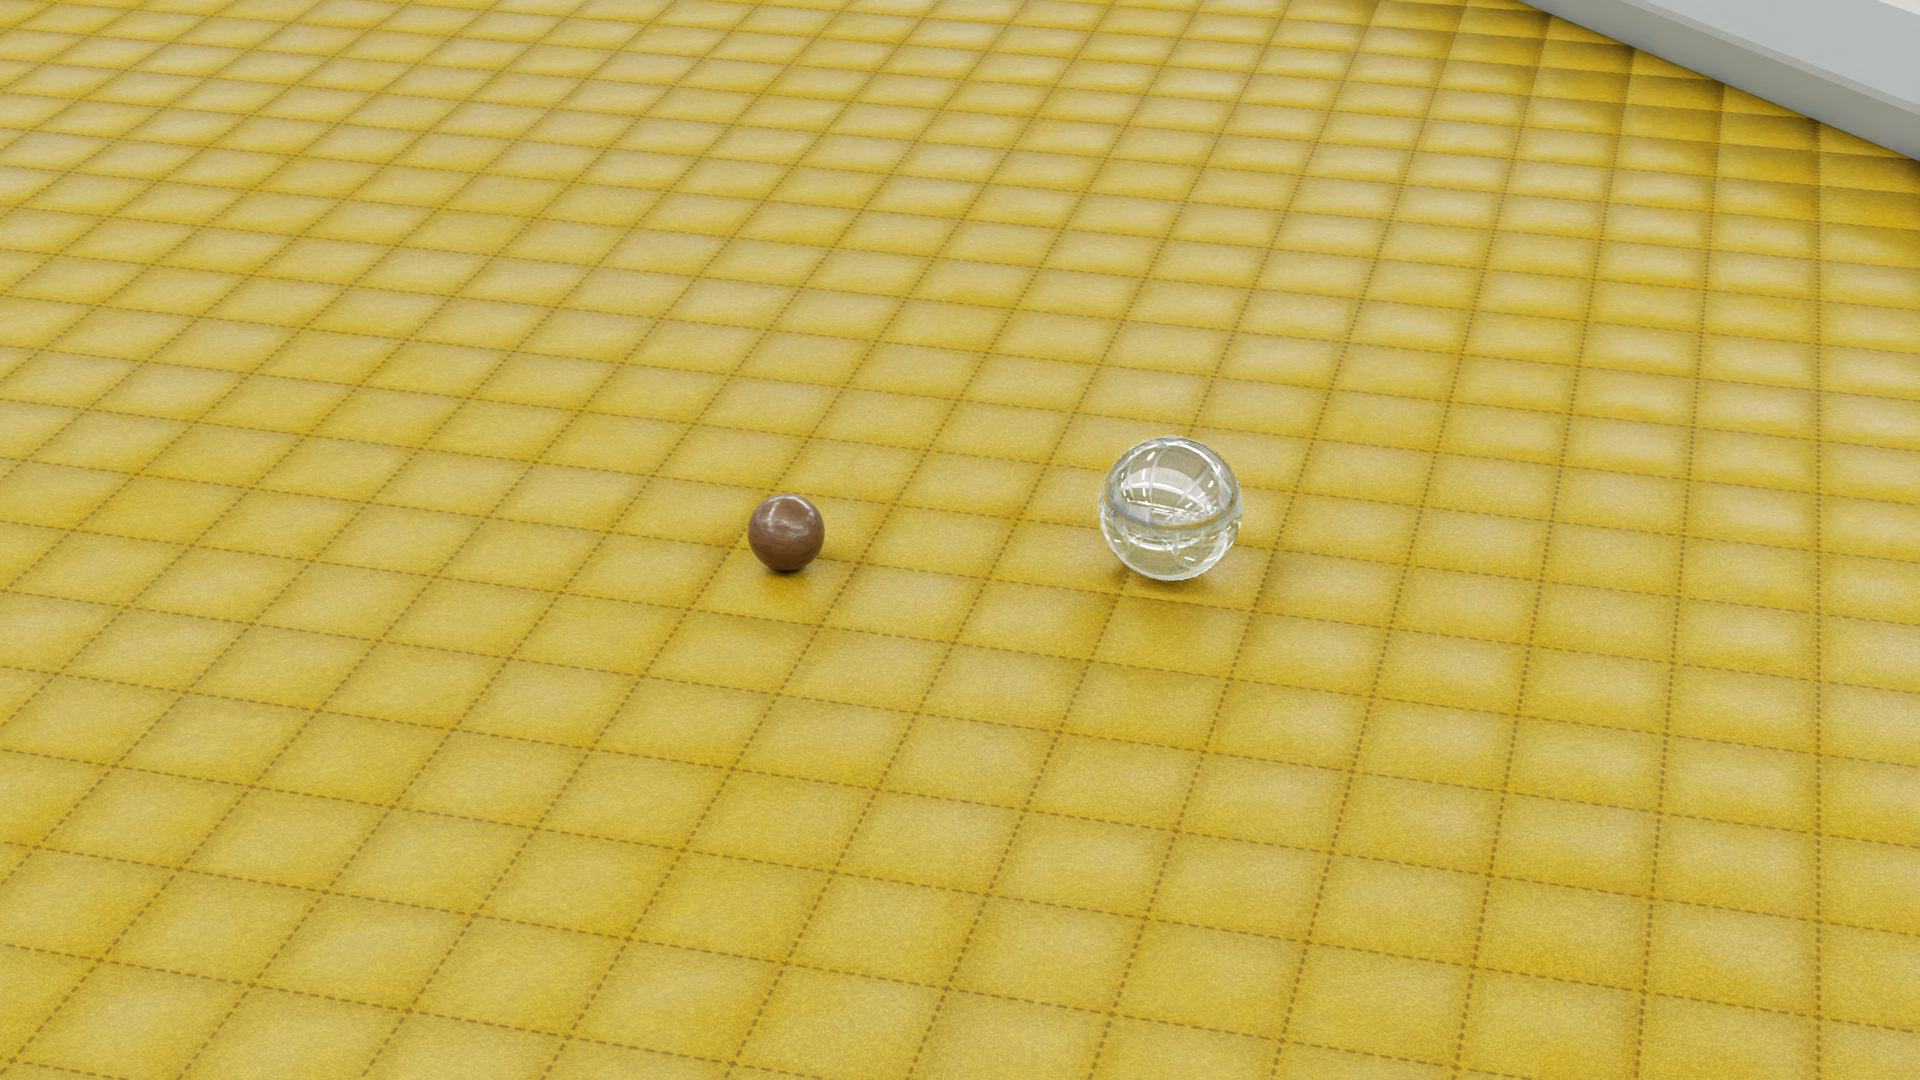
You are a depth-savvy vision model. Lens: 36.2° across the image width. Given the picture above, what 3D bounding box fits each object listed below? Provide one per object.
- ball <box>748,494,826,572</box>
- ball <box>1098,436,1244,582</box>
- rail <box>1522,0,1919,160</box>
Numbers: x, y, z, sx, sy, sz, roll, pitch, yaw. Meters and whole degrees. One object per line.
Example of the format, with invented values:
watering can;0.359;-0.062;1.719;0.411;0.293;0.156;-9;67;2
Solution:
ball;-0.115;-0.005;1.942;0.052;0.052;0.052;0;28;0
ball;0.138;-0.021;1.925;0.095;0.095;0.095;0;28;0
rail;0.437;-0.709;3.200;0.045;0.126;4.163;-15;31;-27
